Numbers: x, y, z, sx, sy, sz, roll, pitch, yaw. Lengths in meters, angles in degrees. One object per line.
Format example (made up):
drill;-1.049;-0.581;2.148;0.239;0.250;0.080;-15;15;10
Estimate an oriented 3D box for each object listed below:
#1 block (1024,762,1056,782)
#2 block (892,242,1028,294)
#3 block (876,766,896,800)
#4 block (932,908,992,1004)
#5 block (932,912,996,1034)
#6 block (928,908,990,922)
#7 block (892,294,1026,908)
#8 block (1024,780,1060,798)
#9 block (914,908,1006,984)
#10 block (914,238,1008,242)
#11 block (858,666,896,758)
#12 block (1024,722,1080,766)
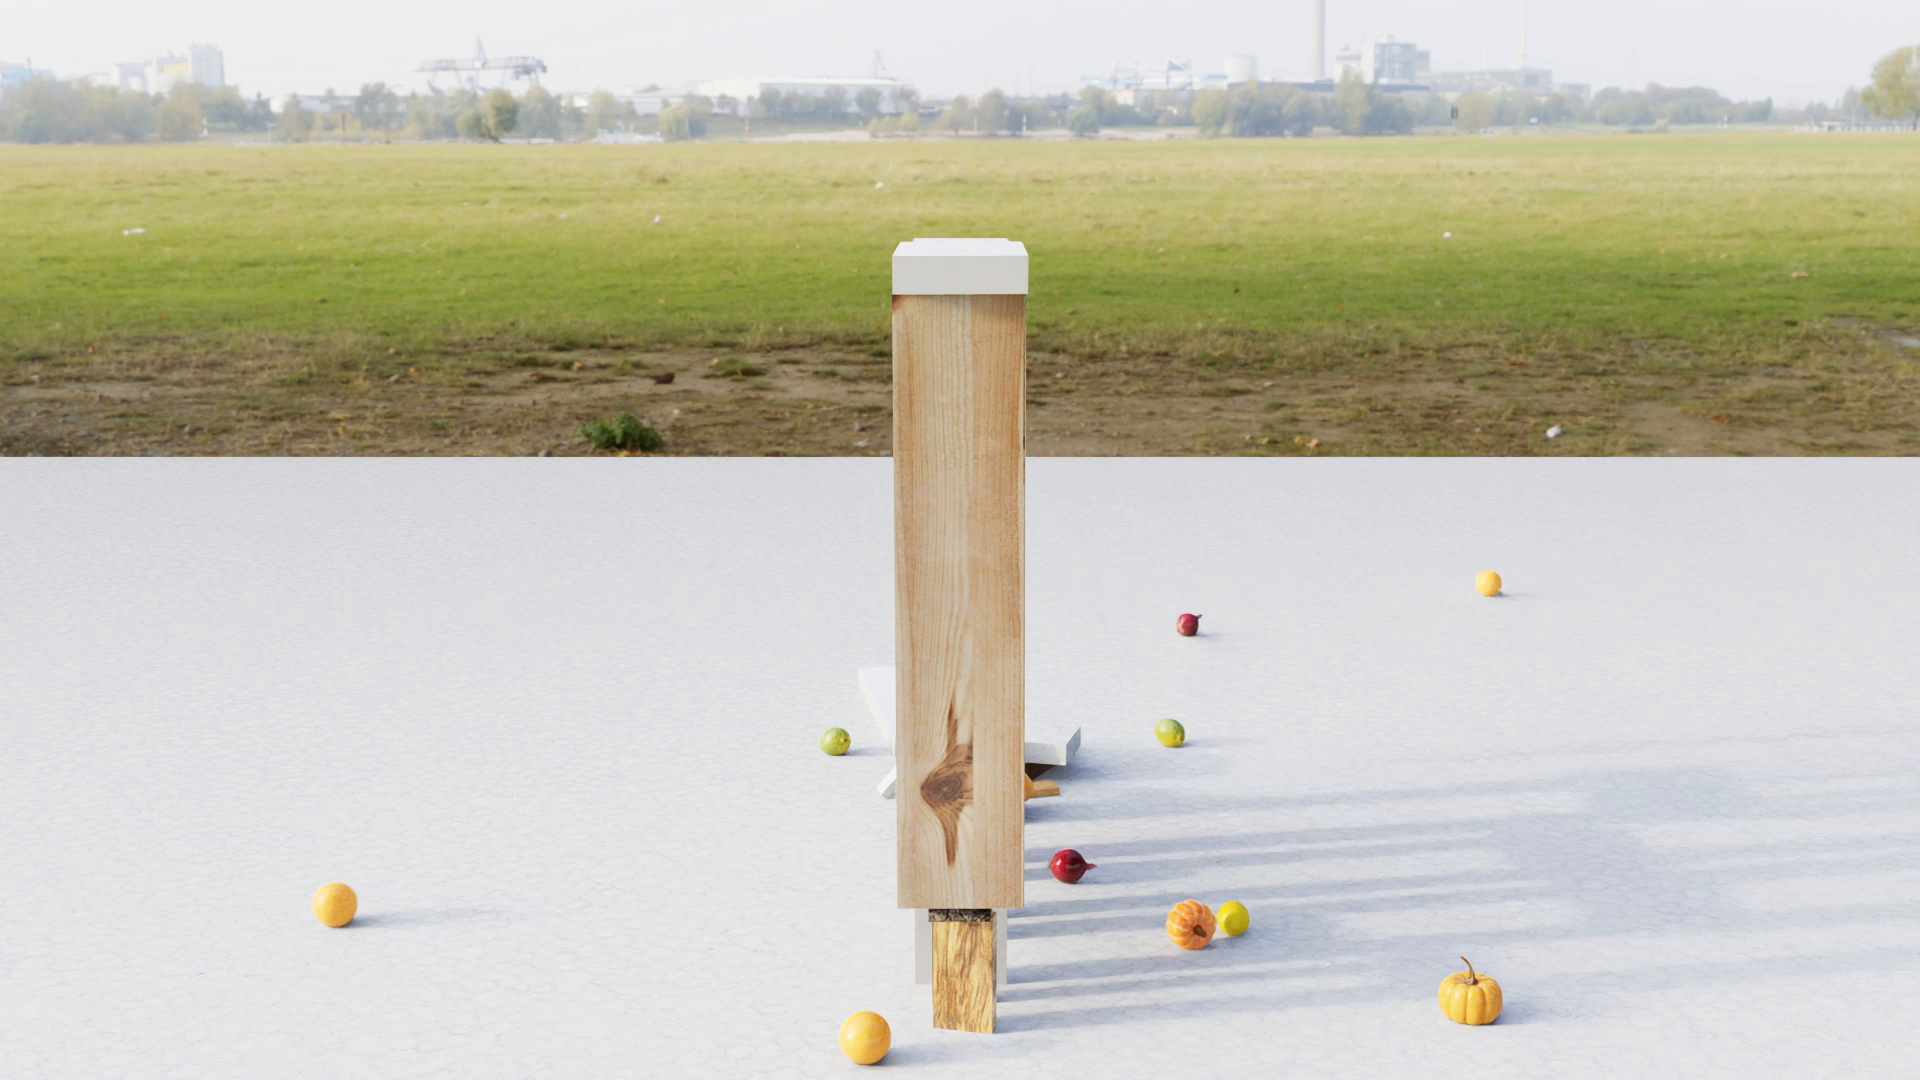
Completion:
block;0.105;0.434;4.395;0.146;0.041;0.292;5;12;26
block;0.001;-0.374;3.007;0.175;0.050;0.350;0;11;0
block;-0.115;0.445;4.207;0.015;0.106;0.053;41;1;-15
block;0.003;0.589;3.203;0.086;0.173;0.024;0;11;0
block;0.007;0.607;3.104;0.086;0.173;0.024;3;11;15
block;-0.002;0.501;3.132;0.086;0.024;0.173;0;11;-1
block;0.000;0.088;2.975;0.175;0.846;0.050;0;11;0
block;0.132;0.480;4.219;0.106;0.015;0.053;-4;11;-19
block;0.001;0.525;3.272;0.137;0.274;0.039;0;11;0
block;0.002;-0.473;3.671;0.162;0.046;0.323;0;11;0
block;-0.111;0.366;4.764;0.146;0.041;0.601;-2;11;-9
block;0.082;0.397;4.367;0.292;0.041;0.146;3;11;14
